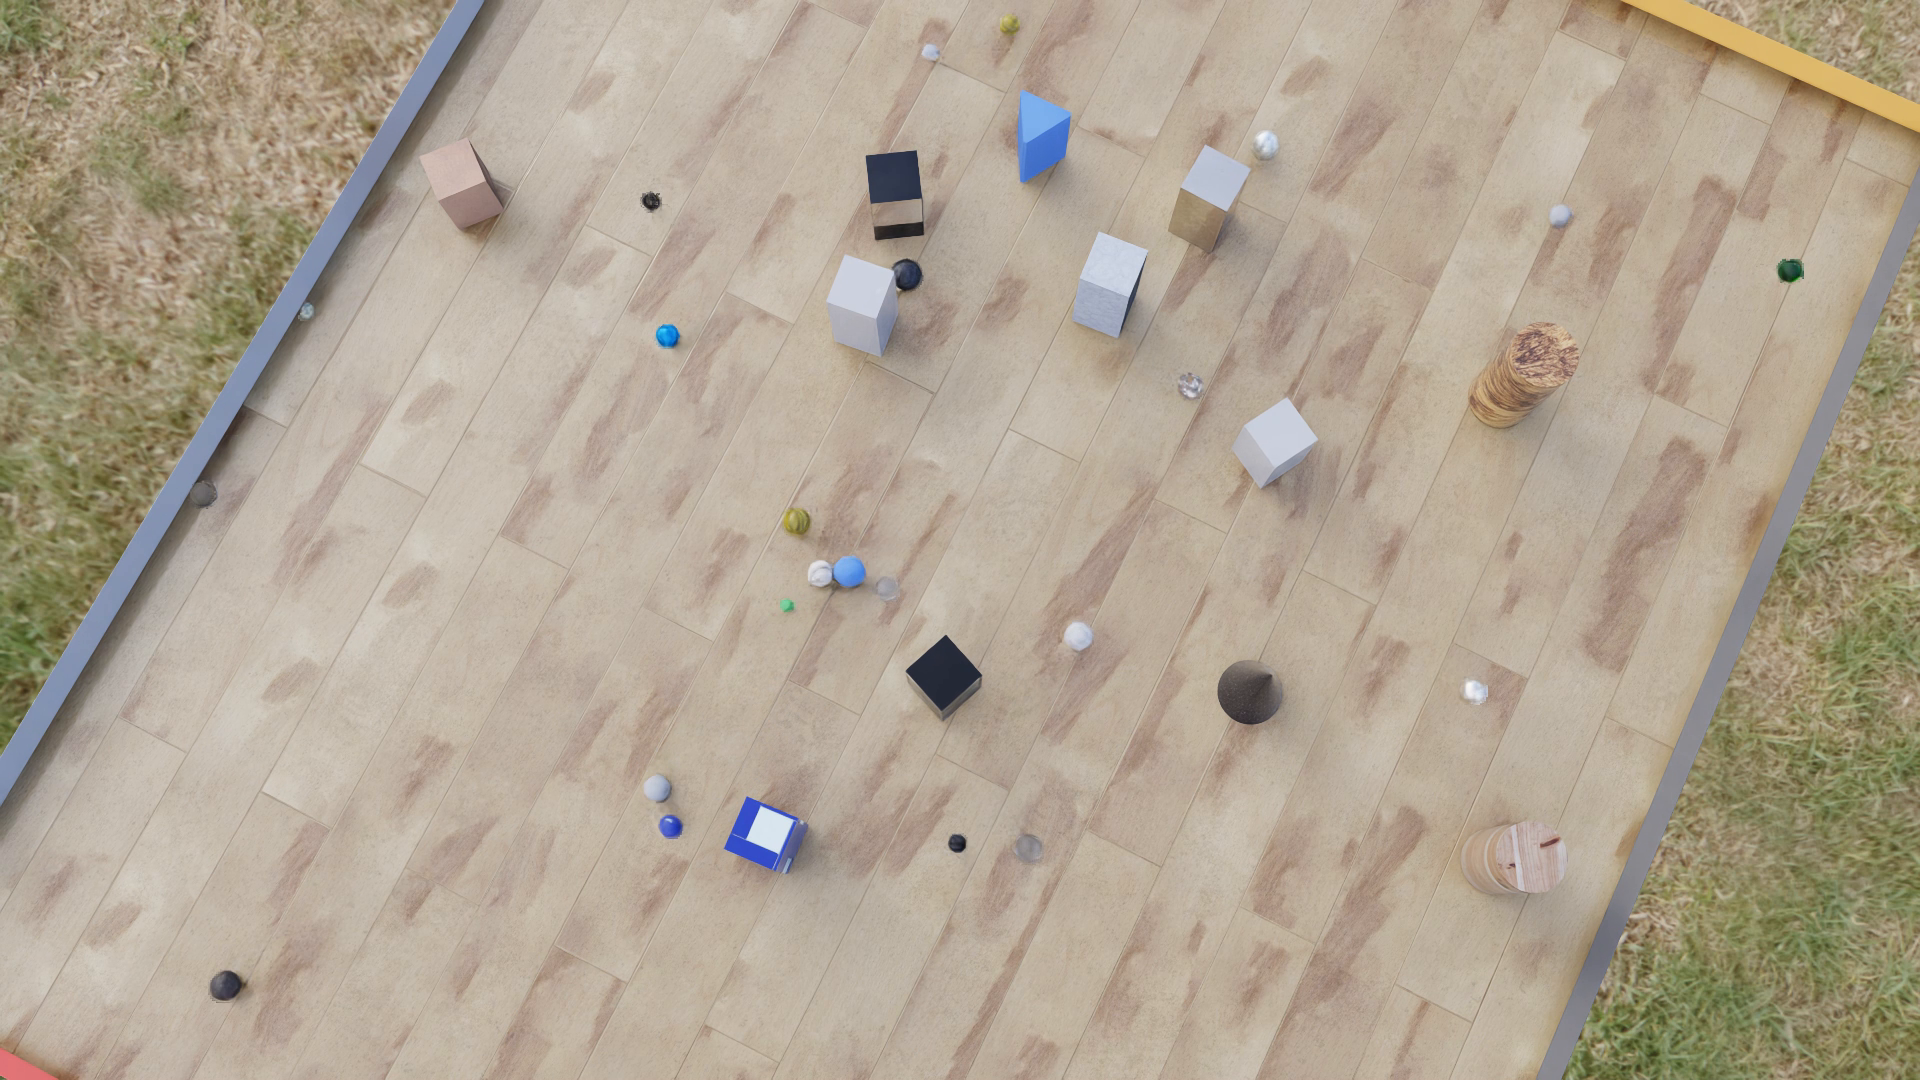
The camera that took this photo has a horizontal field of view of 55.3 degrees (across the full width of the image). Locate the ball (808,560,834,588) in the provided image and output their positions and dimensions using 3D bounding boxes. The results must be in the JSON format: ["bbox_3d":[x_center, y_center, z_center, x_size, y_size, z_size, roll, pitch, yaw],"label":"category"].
[{"bbox_3d":[-0.422,0.103,5.554,0.080,0.080,0.080,0,78,0],"label":"ball"}]

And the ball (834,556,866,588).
[{"bbox_3d":[-0.335,0.096,5.548,0.096,0.096,0.096,0,78,0],"label":"ball"}]

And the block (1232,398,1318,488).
[{"bbox_3d":[0.948,-0.290,5.540,0.157,0.267,0.157,-33,80,-6],"label":"block"}]

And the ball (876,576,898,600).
[{"bbox_3d":[-0.221,0.146,5.550,0.071,0.071,0.071,0,78,0],"label":"ball"}]

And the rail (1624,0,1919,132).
[{"bbox_3d":[1.151,-2.248,6.016,4.433,0.127,0.045,26,80,5],"label":"rail"}]

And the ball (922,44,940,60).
[{"bbox_3d":[-0.094,-1.574,5.915,0.053,0.053,0.053,0,78,0],"label":"ball"}]

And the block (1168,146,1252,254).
[{"bbox_3d":[0.765,-1.046,5.651,0.157,0.356,0.157,29,80,6],"label":"block"}]

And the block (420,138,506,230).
[{"bbox_3d":[-1.551,-1.110,5.722,0.157,0.244,0.157,-24,79,-5],"label":"block"}]

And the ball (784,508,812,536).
[{"bbox_3d":[-0.495,-0.057,5.585,0.085,0.085,0.085,0,78,0],"label":"ball"}]

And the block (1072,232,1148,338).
[{"bbox_3d":[0.453,-0.772,5.578,0.157,0.388,0.157,22,79,4],"label":"block"}]

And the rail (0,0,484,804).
[{"bbox_3d":[-1.961,-0.954,5.748,0.045,0.127,5.197,26,80,5],"label":"rail"}]

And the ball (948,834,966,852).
[{"bbox_3d":[-0.008,0.895,5.404,0.053,0.053,0.053,0,78,0],"label":"ball"}]

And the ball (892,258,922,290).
[{"bbox_3d":[-0.169,-0.831,5.739,0.098,0.098,0.098,0,78,0],"label":"ball"}]

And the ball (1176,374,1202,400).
[{"bbox_3d":[0.712,-0.476,5.674,0.080,0.080,0.080,0,78,0],"label":"ball"}]

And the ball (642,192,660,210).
[{"bbox_3d":[-0.979,-1.073,5.811,0.054,0.054,0.054,0,78,0],"label":"ball"}]

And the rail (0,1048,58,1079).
[{"bbox_3d":[-1.151,2.262,5.082,4.433,0.127,0.045,26,80,5],"label":"rail"}]

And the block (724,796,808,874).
[{"bbox_3d":[-0.551,0.850,5.254,0.157,0.366,0.157,22,79,4],"label":"block"}]

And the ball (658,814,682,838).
[{"bbox_3d":[-0.856,0.844,5.408,0.066,0.066,0.066,0,78,0],"label":"ball"}]

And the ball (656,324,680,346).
[{"bbox_3d":[-0.911,-0.638,5.712,0.072,0.072,0.072,0,78,0],"label":"ball"}]

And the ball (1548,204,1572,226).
[{"bbox_3d":[1.896,-1.027,5.794,0.069,0.069,0.069,0,78,0],"label":"ball"}]

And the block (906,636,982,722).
[{"bbox_3d":[-0.047,0.409,5.382,0.157,0.293,0.157,-41,81,-8],"label":"block"}]

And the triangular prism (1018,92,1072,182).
[{"bbox_3d":[0.228,-1.278,5.724,0.169,0.308,0.147,-33,80,-6],"label":"triangular prism"}]

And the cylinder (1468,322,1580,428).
[{"bbox_3d":[1.680,-0.487,5.485,0.196,0.455,0.196,0,78,0],"label":"cylinder"}]

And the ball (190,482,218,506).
[{"bbox_3d":[-2.313,-0.141,5.606,0.077,0.077,0.077,0,78,0],"label":"ball"}]

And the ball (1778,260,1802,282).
[{"bbox_3d":[2.607,-0.845,5.756,0.070,0.070,0.070,0,78,0],"label":"ball"}]

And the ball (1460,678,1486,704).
[{"bbox_3d":[1.534,0.450,5.484,0.077,0.077,0.077,0,78,0],"label":"ball"}]

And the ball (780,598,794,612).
[{"bbox_3d":[-0.525,0.197,5.554,0.042,0.042,0.042,0,78,0],"label":"ball"}]

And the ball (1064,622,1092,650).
[{"bbox_3d":[0.355,0.290,5.514,0.084,0.084,0.084,0,78,0],"label":"ball"}]

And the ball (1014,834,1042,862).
[{"bbox_3d":[0.202,0.906,5.386,0.084,0.084,0.084,0,78,0],"label":"ball"}]

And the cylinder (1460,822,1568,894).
[{"bbox_3d":[1.577,0.912,5.235,0.196,0.378,0.196,0,78,0],"label":"cylinder"}]

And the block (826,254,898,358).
[{"bbox_3d":[-0.293,-0.707,5.572,0.157,0.374,0.157,19,79,4],"label":"block"}]

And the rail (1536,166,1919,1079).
[{"bbox_3d":[1.961,0.967,5.350,0.045,0.127,5.197,26,80,5],"label":"rail"}]

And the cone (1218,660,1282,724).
[{"bbox_3d":[0.873,0.418,5.324,0.196,0.403,0.196,0,78,0],"label":"cone"}]

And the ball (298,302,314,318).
[{"bbox_3d":[-2.047,-0.718,5.740,0.049,0.049,0.049,0,78,0],"label":"ball"}]

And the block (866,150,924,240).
[{"bbox_3d":[-0.200,-1.066,5.682,0.157,0.303,0.157,-6,78,-1],"label":"block"}]

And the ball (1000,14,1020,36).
[{"bbox_3d":[0.161,-1.665,5.927,0.067,0.067,0.067,0,78,0],"label":"ball"}]

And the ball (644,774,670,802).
[{"bbox_3d":[-0.898,0.735,5.425,0.078,0.078,0.078,0,78,0],"label":"ball"}]

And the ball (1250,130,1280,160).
[{"bbox_3d":[0.970,-1.256,5.830,0.090,0.090,0.090,0,78,0],"label":"ball"}]

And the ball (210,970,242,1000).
[{"bbox_3d":[-2.126,1.291,5.306,0.086,0.086,0.086,0,78,0],"label":"ball"}]
